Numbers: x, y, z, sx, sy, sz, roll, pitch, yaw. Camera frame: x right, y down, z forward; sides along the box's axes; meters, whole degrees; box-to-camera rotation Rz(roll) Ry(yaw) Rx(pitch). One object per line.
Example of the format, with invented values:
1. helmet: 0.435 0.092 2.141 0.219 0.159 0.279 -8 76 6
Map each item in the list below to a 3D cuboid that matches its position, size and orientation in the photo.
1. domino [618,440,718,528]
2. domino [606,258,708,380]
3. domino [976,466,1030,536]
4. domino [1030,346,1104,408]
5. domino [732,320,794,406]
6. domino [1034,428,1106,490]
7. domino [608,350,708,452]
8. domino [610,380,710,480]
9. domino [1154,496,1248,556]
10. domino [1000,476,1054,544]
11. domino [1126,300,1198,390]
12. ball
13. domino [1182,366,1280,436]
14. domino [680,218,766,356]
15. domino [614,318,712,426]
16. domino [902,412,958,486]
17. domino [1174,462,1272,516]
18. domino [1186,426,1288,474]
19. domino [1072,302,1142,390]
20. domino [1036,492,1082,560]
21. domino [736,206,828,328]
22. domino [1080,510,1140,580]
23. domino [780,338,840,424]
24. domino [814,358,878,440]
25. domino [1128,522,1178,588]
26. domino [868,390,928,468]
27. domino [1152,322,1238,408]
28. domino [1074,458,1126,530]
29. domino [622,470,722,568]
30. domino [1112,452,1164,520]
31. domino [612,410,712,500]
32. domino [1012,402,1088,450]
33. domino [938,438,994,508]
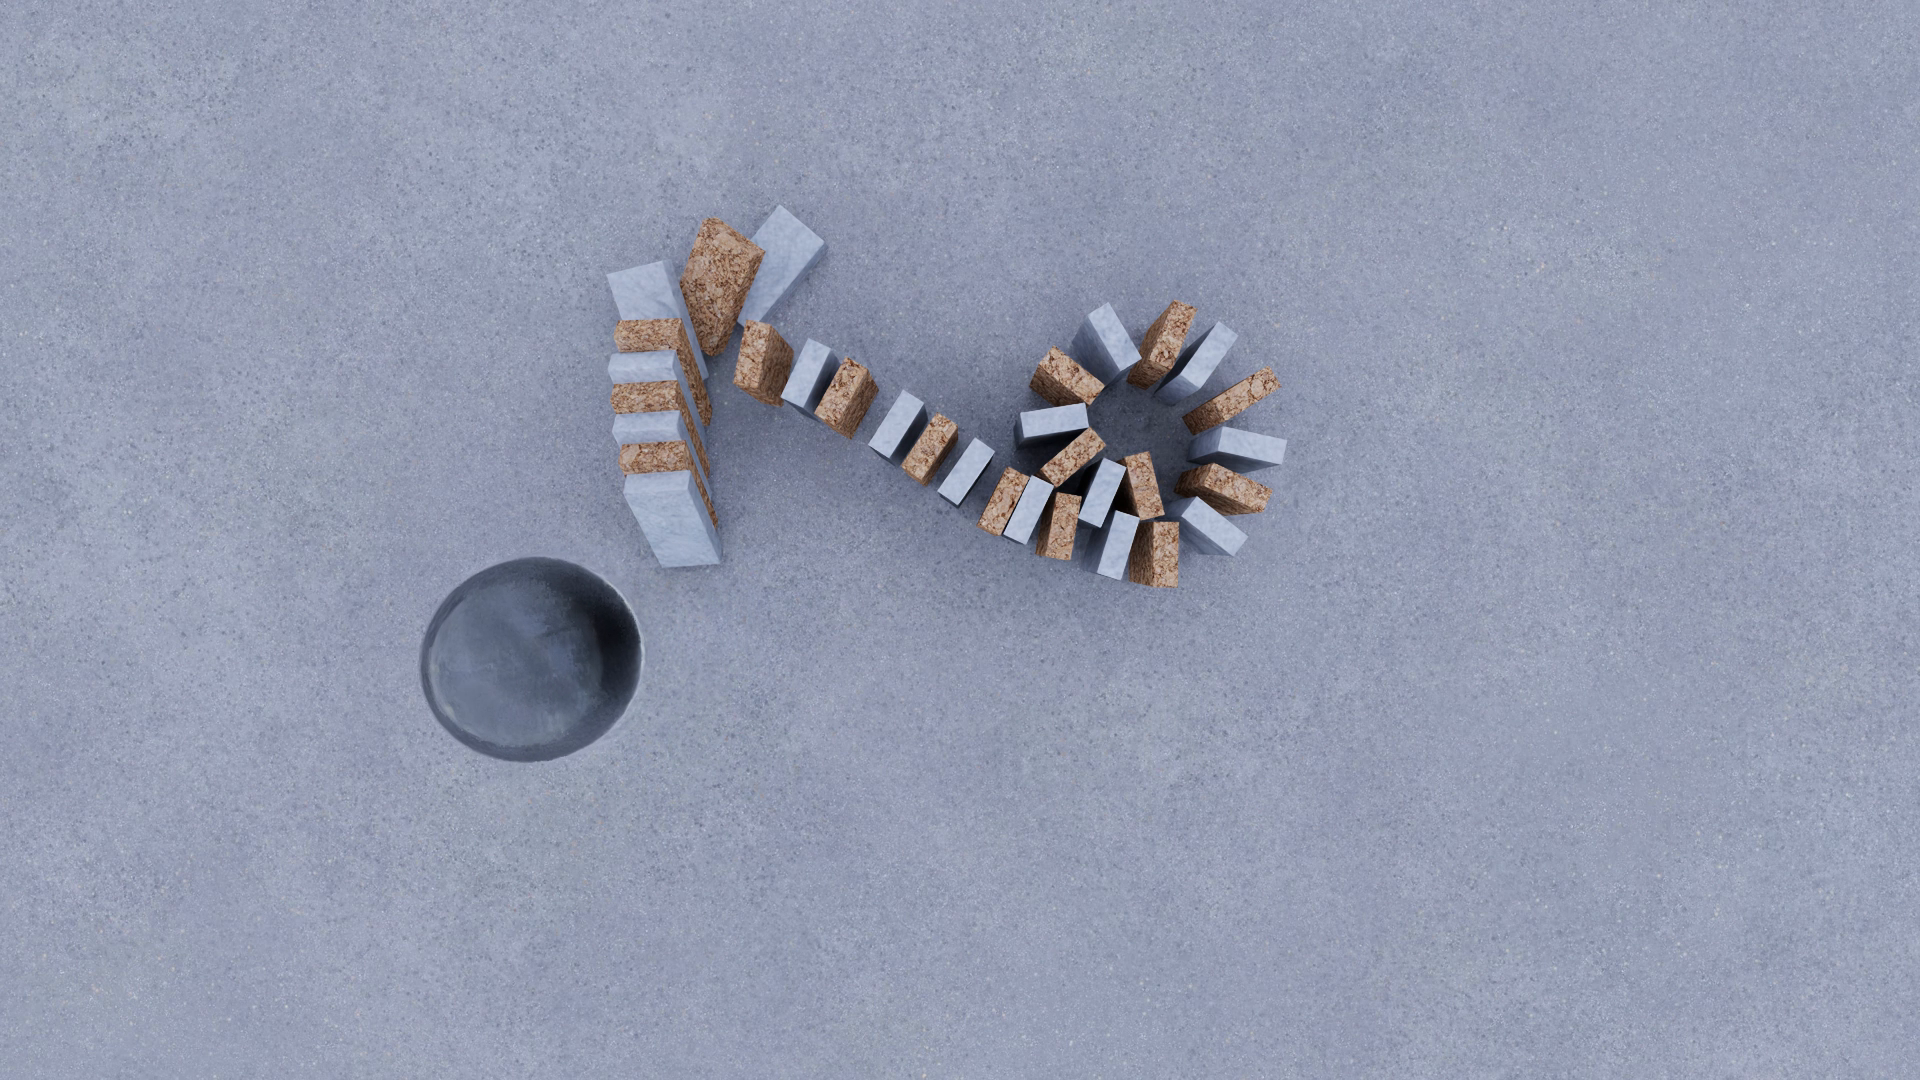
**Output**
1. domino: -0.119 -0.020 0.377 0.025 0.050 0.009 -4 53 0
2. domino: -0.126 -0.089 0.385 0.025 0.010 0.050 -10 110 11
3. domino: 0.017 -0.015 0.375 0.009 0.050 0.025 27 90 0
4. domino: 0.043 -0.063 0.375 0.025 0.050 0.010 38 90 0
5. domino: -0.080 -0.071 0.375 0.010 0.050 0.025 12 90 0
6. domino: 0.043 -0.032 0.375 0.025 0.050 0.010 -40 90 0
7. domino: -0.123 -0.055 0.377 0.025 0.050 0.009 -4 53 0
8. domino: -0.122 -0.043 0.377 0.025 0.050 0.010 -4 53 0
9. domino: 0.097 -0.005 0.375 0.025 0.050 0.010 38 90 0
10. domino: 0.026 -0.012 0.375 0.009 0.050 0.025 26 90 0
11. domino: 0.082 -0.079 0.375 0.009 0.050 0.025 23 90 0
12. ball: -0.166 0.046 0.360 0.080 0.080 0.080 0 90 0
13. domino: 0.110 -0.056 0.375 0.025 0.050 0.010 -32 90 0
14. domino: -0.103 -0.105 0.382 0.025 0.010 0.050 35 121 3
15. domino: -0.121 -0.068 0.377 0.025 0.050 0.010 -2 53 1
16. domino: -0.012 -0.036 0.375 0.009 0.050 0.025 34 90 0
17. domino: 0.106 -0.020 0.375 0.025 0.050 0.009 25 90 0
18. domino: 0.112 -0.036 0.375 0.025 0.050 0.009 12 90 0
19. domino: 0.059 -0.078 0.375 0.010 0.050 0.025 -31 90 0
20. domino: 0.040 -0.005 0.375 0.009 0.050 0.025 10 90 0
21. domino: -0.083 -0.116 0.395 0.025 0.009 0.050 40 90 0
22. domino: 0.061 0.002 0.375 0.009 0.050 0.025 17 90 0
23. domino: -0.059 -0.064 0.375 0.010 0.050 0.025 25 90 0
24. domino: -0.046 -0.057 0.375 0.010 0.050 0.025 29 90 0
25. domino: 0.079 0.006 0.375 0.010 0.050 0.025 1 90 0
26. domino: -0.024 -0.044 0.375 0.010 0.050 0.025 32 90 0
27. domino: 0.095 -0.071 0.375 0.009 0.050 0.025 36 90 0
28. domino: 0.054 -0.018 0.375 0.010 0.050 0.025 23 90 0
29. domino: -0.117 -0.008 0.377 0.025 0.050 0.010 -4 53 0
30. domino: 0.071 -0.021 0.375 0.010 0.050 0.025 -14 90 0
31. domino: -0.121 -0.031 0.377 0.025 0.050 0.010 -4 53 0
32. domino: 0.036 -0.046 0.375 0.025 0.050 0.010 -9 90 0
33. domino: 0.002 -0.026 0.375 0.009 0.050 0.025 35 90 0
